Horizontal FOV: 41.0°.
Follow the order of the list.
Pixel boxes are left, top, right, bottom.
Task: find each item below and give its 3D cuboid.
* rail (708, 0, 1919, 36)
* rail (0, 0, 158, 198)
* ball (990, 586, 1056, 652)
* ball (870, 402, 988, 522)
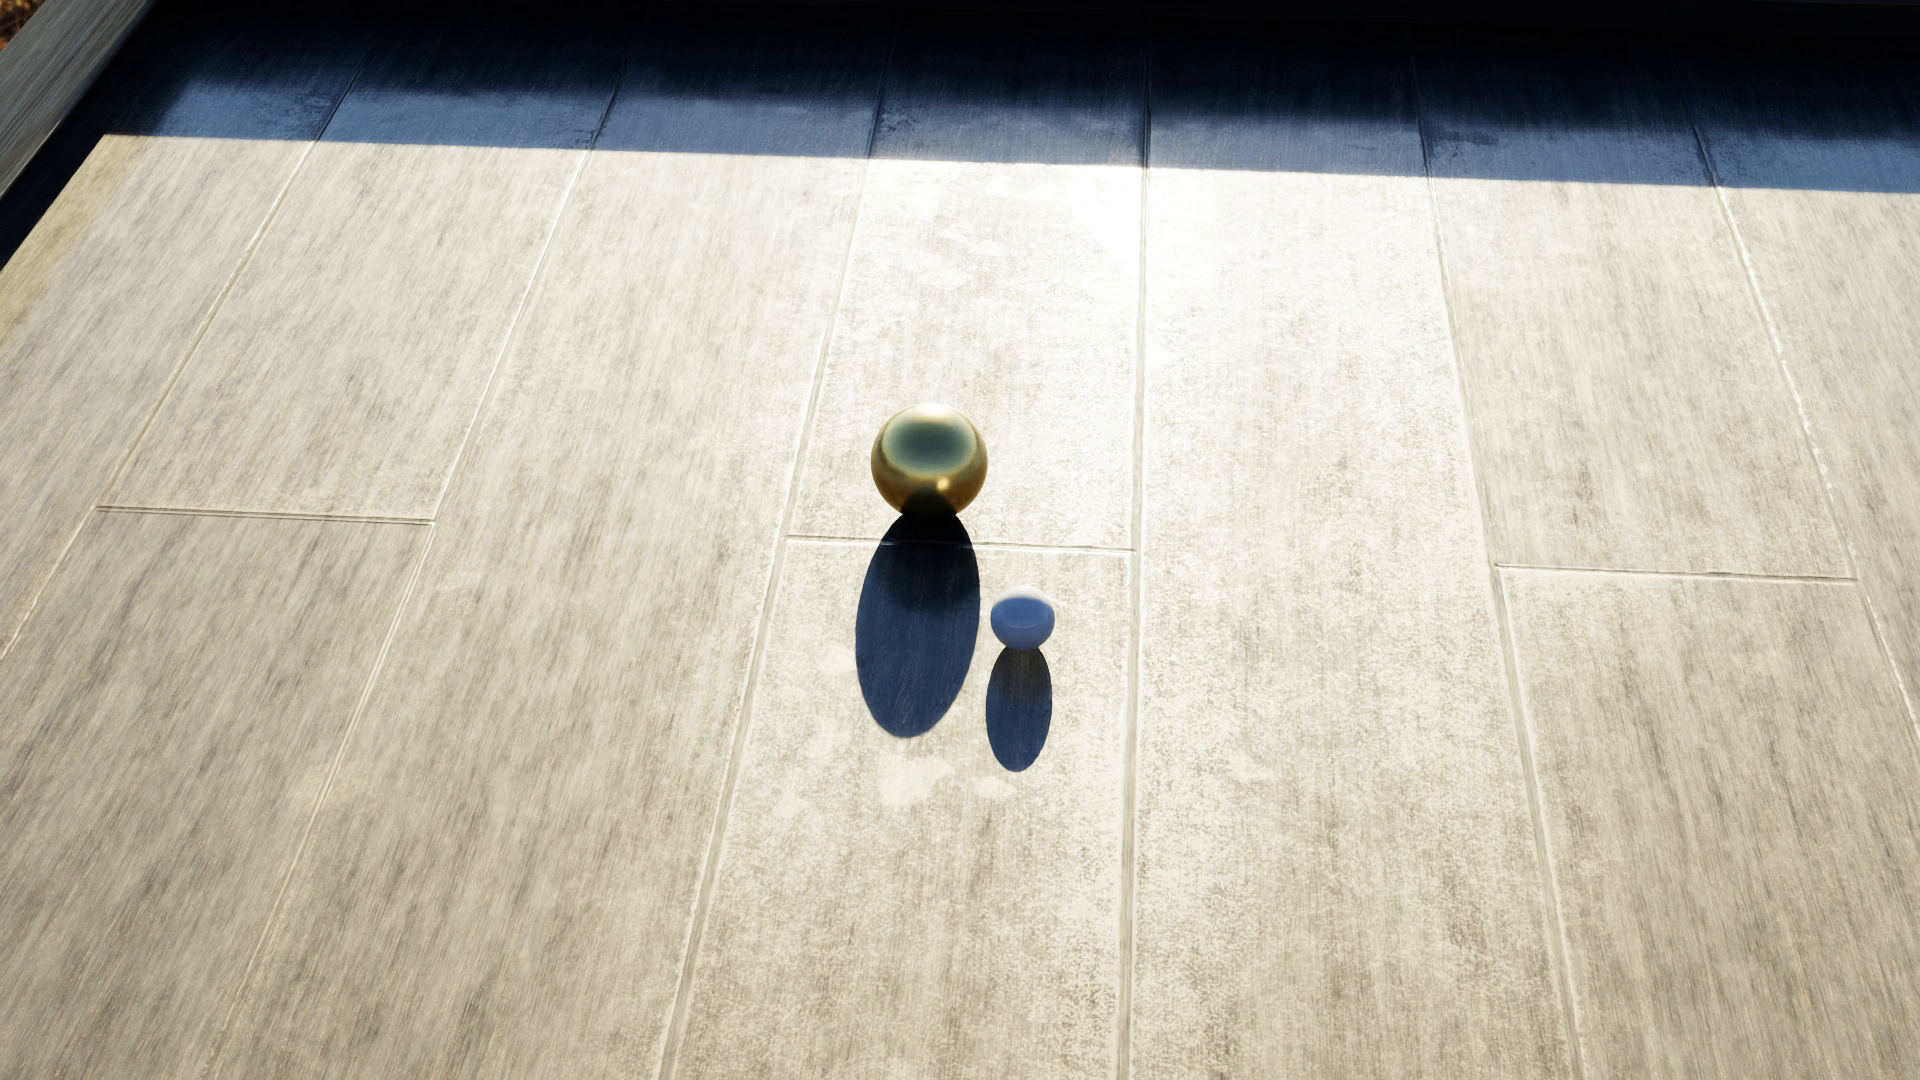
[{"bbox_3d":[0.937,-0.523,2.455,3.494,0.109,0.045,2,36,3],"label":"rail"},{"bbox_3d":[-0.848,-0.053,1.795,0.045,0.109,1.916,2,36,3],"label":"rail"},{"bbox_3d":[0.042,0.052,1.706,0.044,0.044,0.044,0,36,0],"label":"ball"},{"bbox_3d":[-0.022,-0.056,1.823,0.084,0.084,0.084,0,36,0],"label":"ball"}]
